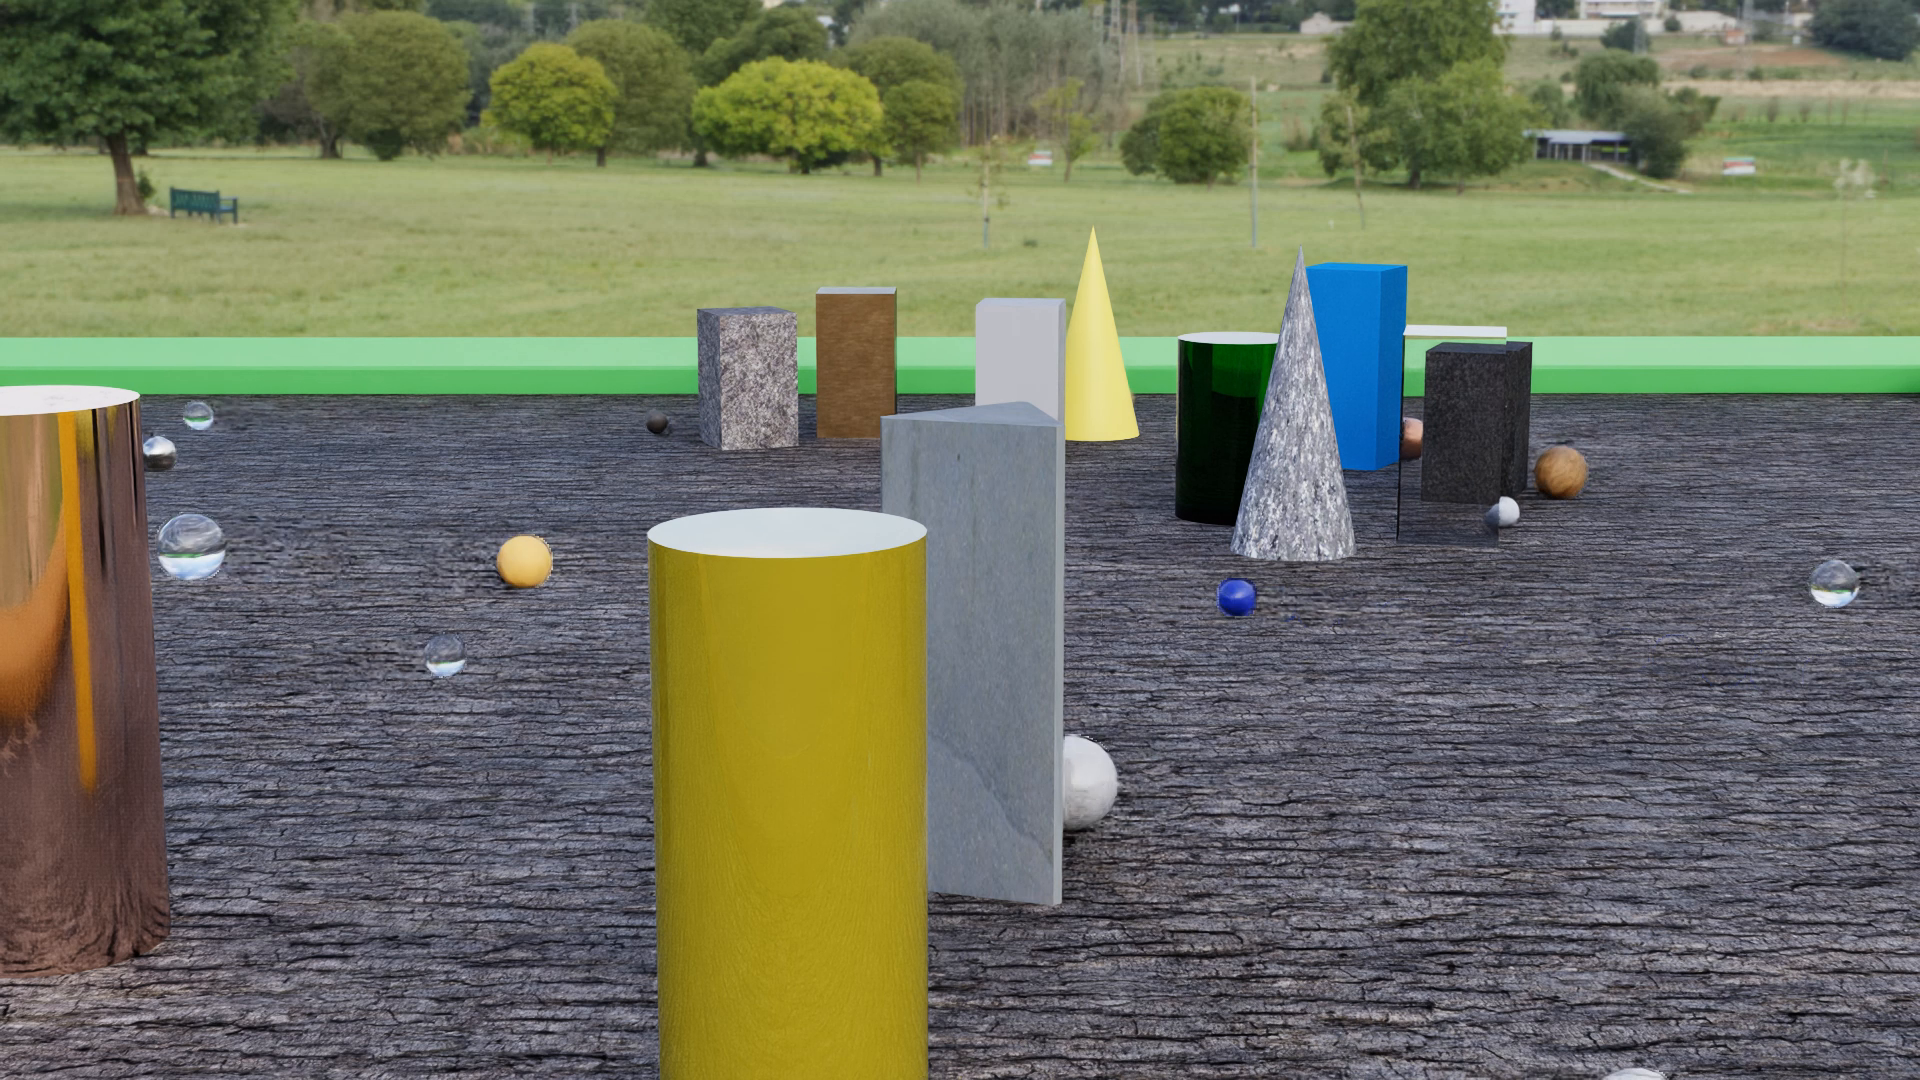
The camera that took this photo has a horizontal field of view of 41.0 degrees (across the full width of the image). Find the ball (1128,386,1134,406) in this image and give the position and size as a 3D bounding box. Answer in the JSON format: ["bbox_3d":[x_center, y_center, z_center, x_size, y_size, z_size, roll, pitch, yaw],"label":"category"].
[{"bbox_3d":[0.317,-0.285,5.266,0.085,0.085,0.085,0,11,0],"label":"ball"}]

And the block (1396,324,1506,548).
[{"bbox_3d":[0.760,-0.163,3.965,0.153,0.321,0.153,2,11,12],"label":"block"}]

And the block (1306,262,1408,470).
[{"bbox_3d":[0.718,-0.321,4.705,0.153,0.360,0.153,5,12,27],"label":"block"}]

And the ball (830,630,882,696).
[{"bbox_3d":[-0.111,0.143,2.984,0.078,0.078,0.078,0,11,0],"label":"ball"}]

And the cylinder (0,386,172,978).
[{"bbox_3d":[-0.764,0.111,2.120,0.191,0.457,0.191,0,11,0],"label":"cylinder"}]

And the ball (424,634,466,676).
[{"bbox_3d":[-0.619,0.139,3.081,0.050,0.050,0.050,0,11,0],"label":"ball"}]

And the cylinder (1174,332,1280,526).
[{"bbox_3d":[0.446,-0.183,4.157,0.191,0.290,0.191,0,11,0],"label":"cylinder"}]

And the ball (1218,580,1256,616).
[{"bbox_3d":[0.369,0.077,3.416,0.049,0.049,0.049,0,11,0],"label":"ball"}]

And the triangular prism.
[{"bbox_3d":[0.033,0.094,2.304,0.166,0.423,0.143,4,11,20],"label":"triangular prism"}]

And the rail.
[{"bbox_3d":[-0.013,-0.385,5.688,4.417,0.124,0.045,0,11,0],"label":"rail"}]

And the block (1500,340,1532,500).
[{"bbox_3d":[0.886,-0.208,4.393,0.153,0.253,0.153,4,11,21],"label":"block"}]

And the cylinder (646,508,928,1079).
[{"bbox_3d":[-0.118,0.196,1.793,0.191,0.410,0.191,0,11,0],"label":"cylinder"}]

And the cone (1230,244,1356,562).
[{"bbox_3d":[0.505,-0.214,3.848,0.191,0.464,0.191,0,11,0],"label":"cone"}]

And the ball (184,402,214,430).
[{"bbox_3d":[-1.526,-0.248,5.146,0.056,0.056,0.056,0,11,0],"label":"ball"}]

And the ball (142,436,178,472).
[{"bbox_3d":[-1.444,-0.154,4.622,0.063,0.063,0.063,0,11,0],"label":"ball"}]

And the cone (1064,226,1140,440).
[{"bbox_3d":[0.261,-0.414,5.060,0.191,0.413,0.191,0,11,0],"label":"cone"}]

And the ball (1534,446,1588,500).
[{"bbox_3d":[1.015,-0.113,4.332,0.089,0.089,0.089,0,11,0],"label":"ball"}]

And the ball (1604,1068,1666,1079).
[{"bbox_3d":[0.454,0.386,1.721,0.062,0.062,0.062,0,11,0],"label":"ball"}]

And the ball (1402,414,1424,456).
[{"bbox_3d":[0.841,-0.196,4.797,0.081,0.081,0.081,0,11,0],"label":"ball"}]

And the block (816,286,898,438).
[{"bbox_3d":[-0.204,-0.354,5.095,0.153,0.283,0.153,0,11,1],"label":"block"}]

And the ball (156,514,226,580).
[{"bbox_3d":[-1.094,0.010,3.650,0.096,0.096,0.096,0,11,0],"label":"ball"}]

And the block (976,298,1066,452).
[{"bbox_3d":[0.114,-0.302,4.805,0.153,0.287,0.153,1,11,7],"label":"block"}]

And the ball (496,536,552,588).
[{"bbox_3d":[-0.611,0.031,3.595,0.075,0.075,0.075,0,11,0],"label":"ball"}]

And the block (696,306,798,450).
[{"bbox_3d":[-0.410,-0.314,4.954,0.153,0.256,0.153,-4,11,-22],"label":"block"}]

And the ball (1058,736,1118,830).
[{"bbox_3d":[0.107,0.234,2.466,0.090,0.090,0.090,0,11,0],"label":"ball"}]

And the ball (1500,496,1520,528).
[{"bbox_3d":[0.863,-0.044,4.070,0.049,0.049,0.049,0,11,0],"label":"ball"}]

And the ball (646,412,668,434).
[{"bbox_3d":[-0.602,-0.234,5.100,0.045,0.045,0.045,0,11,0],"label":"ball"}]

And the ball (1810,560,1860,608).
[{"bbox_3d":[1.183,0.060,3.471,0.064,0.064,0.064,0,11,0],"label":"ball"}]
